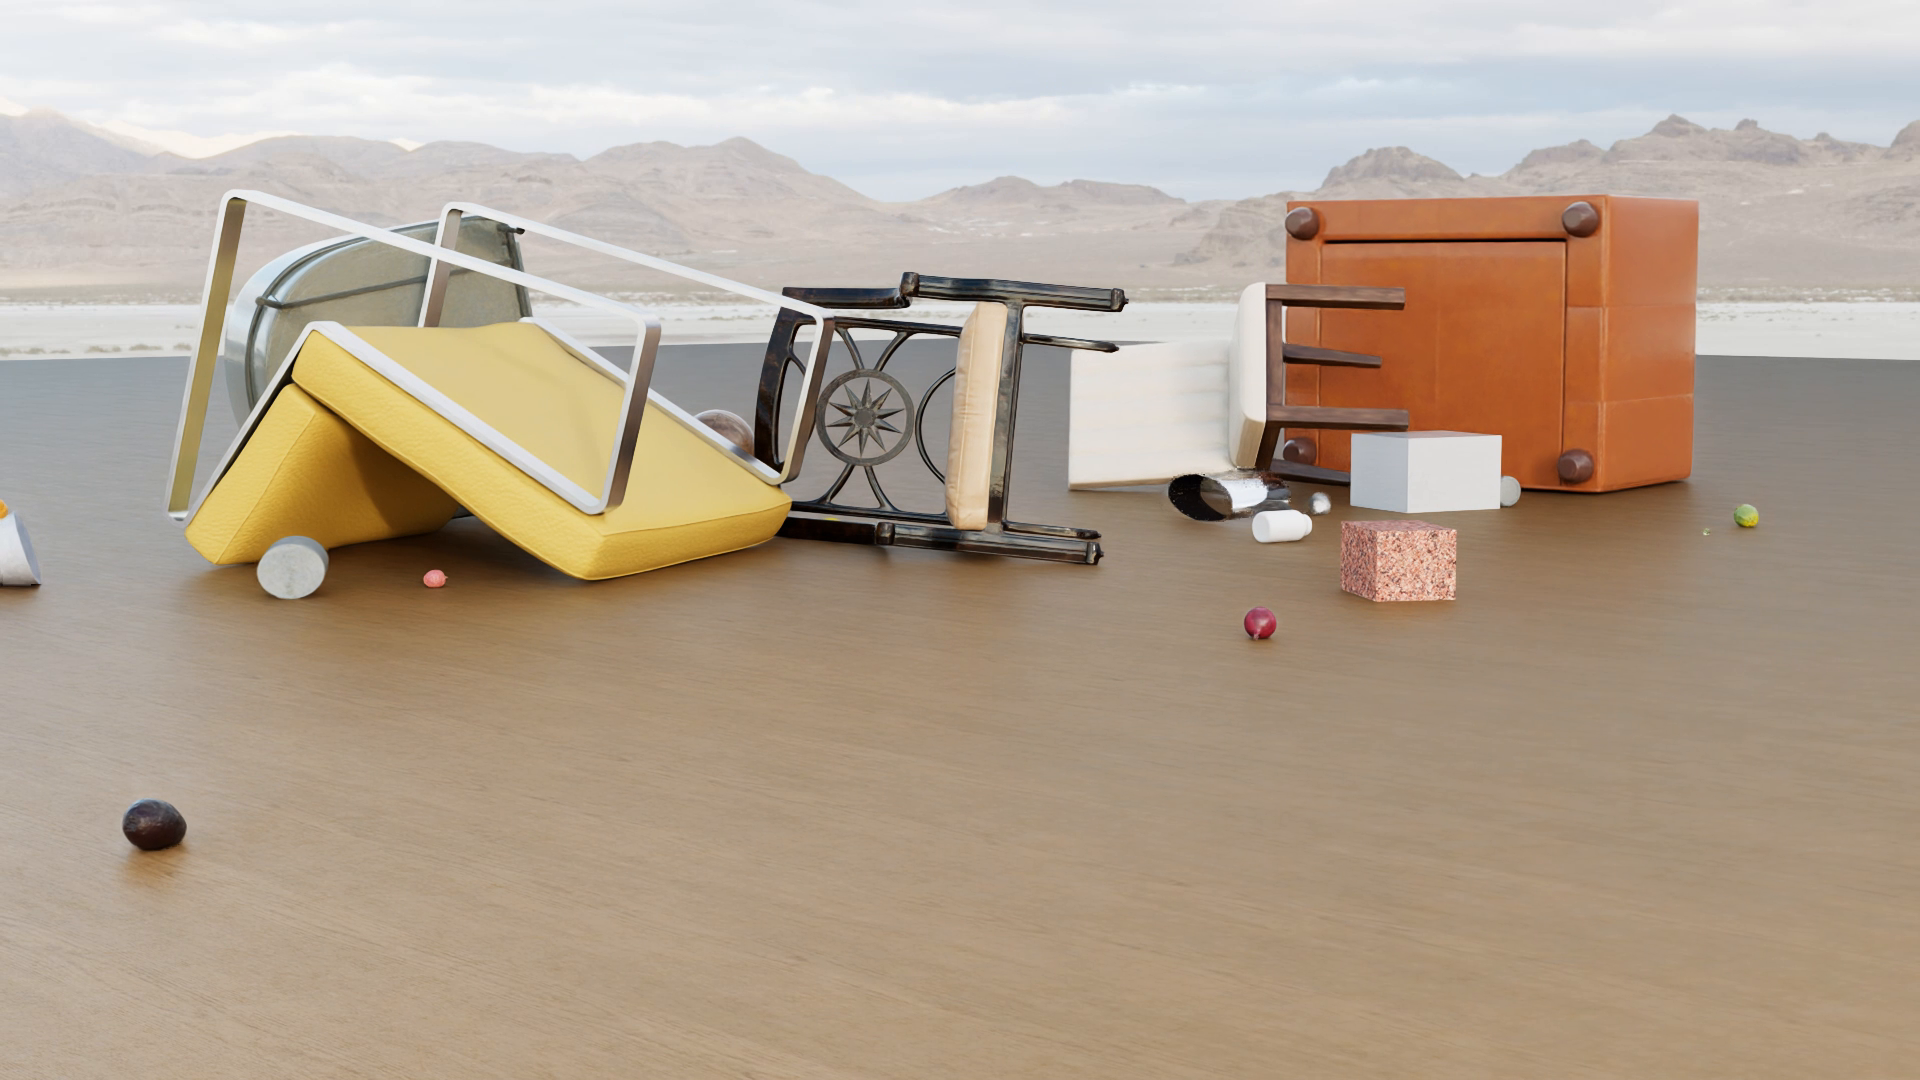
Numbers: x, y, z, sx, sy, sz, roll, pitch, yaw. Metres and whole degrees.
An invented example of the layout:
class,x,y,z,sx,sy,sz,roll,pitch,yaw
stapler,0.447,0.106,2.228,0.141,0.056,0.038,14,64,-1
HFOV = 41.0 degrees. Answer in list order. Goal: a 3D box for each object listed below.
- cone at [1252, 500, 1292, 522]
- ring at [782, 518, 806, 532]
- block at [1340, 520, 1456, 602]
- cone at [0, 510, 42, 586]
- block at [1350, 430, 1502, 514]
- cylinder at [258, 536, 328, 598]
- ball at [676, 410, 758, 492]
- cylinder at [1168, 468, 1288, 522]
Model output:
class,x,y,z,sx,sy,sz,roll,pitch,yaw
cone,0.839,-0.068,6.932,0.107,0.061,0.108,-1,-10,2
ring,-0.430,-0.038,6.635,0.061,0.031,0.093,1,5,0
block,0.906,0.041,5.315,0.169,0.143,0.219,-1,6,-11
cone,-2.121,0.060,5.444,0.285,0.166,0.303,-19,7,-15
block,1.328,-0.198,7.318,0.323,0.207,0.270,-3,7,-27
cylinder,-1.382,0.056,5.321,0.134,0.113,0.172,-3,6,-11
ball,-0.746,-0.275,7.860,0.250,0.250,0.250,0,6,0
cylinder,0.733,-0.123,6.994,0.214,0.122,0.269,17,15,38
